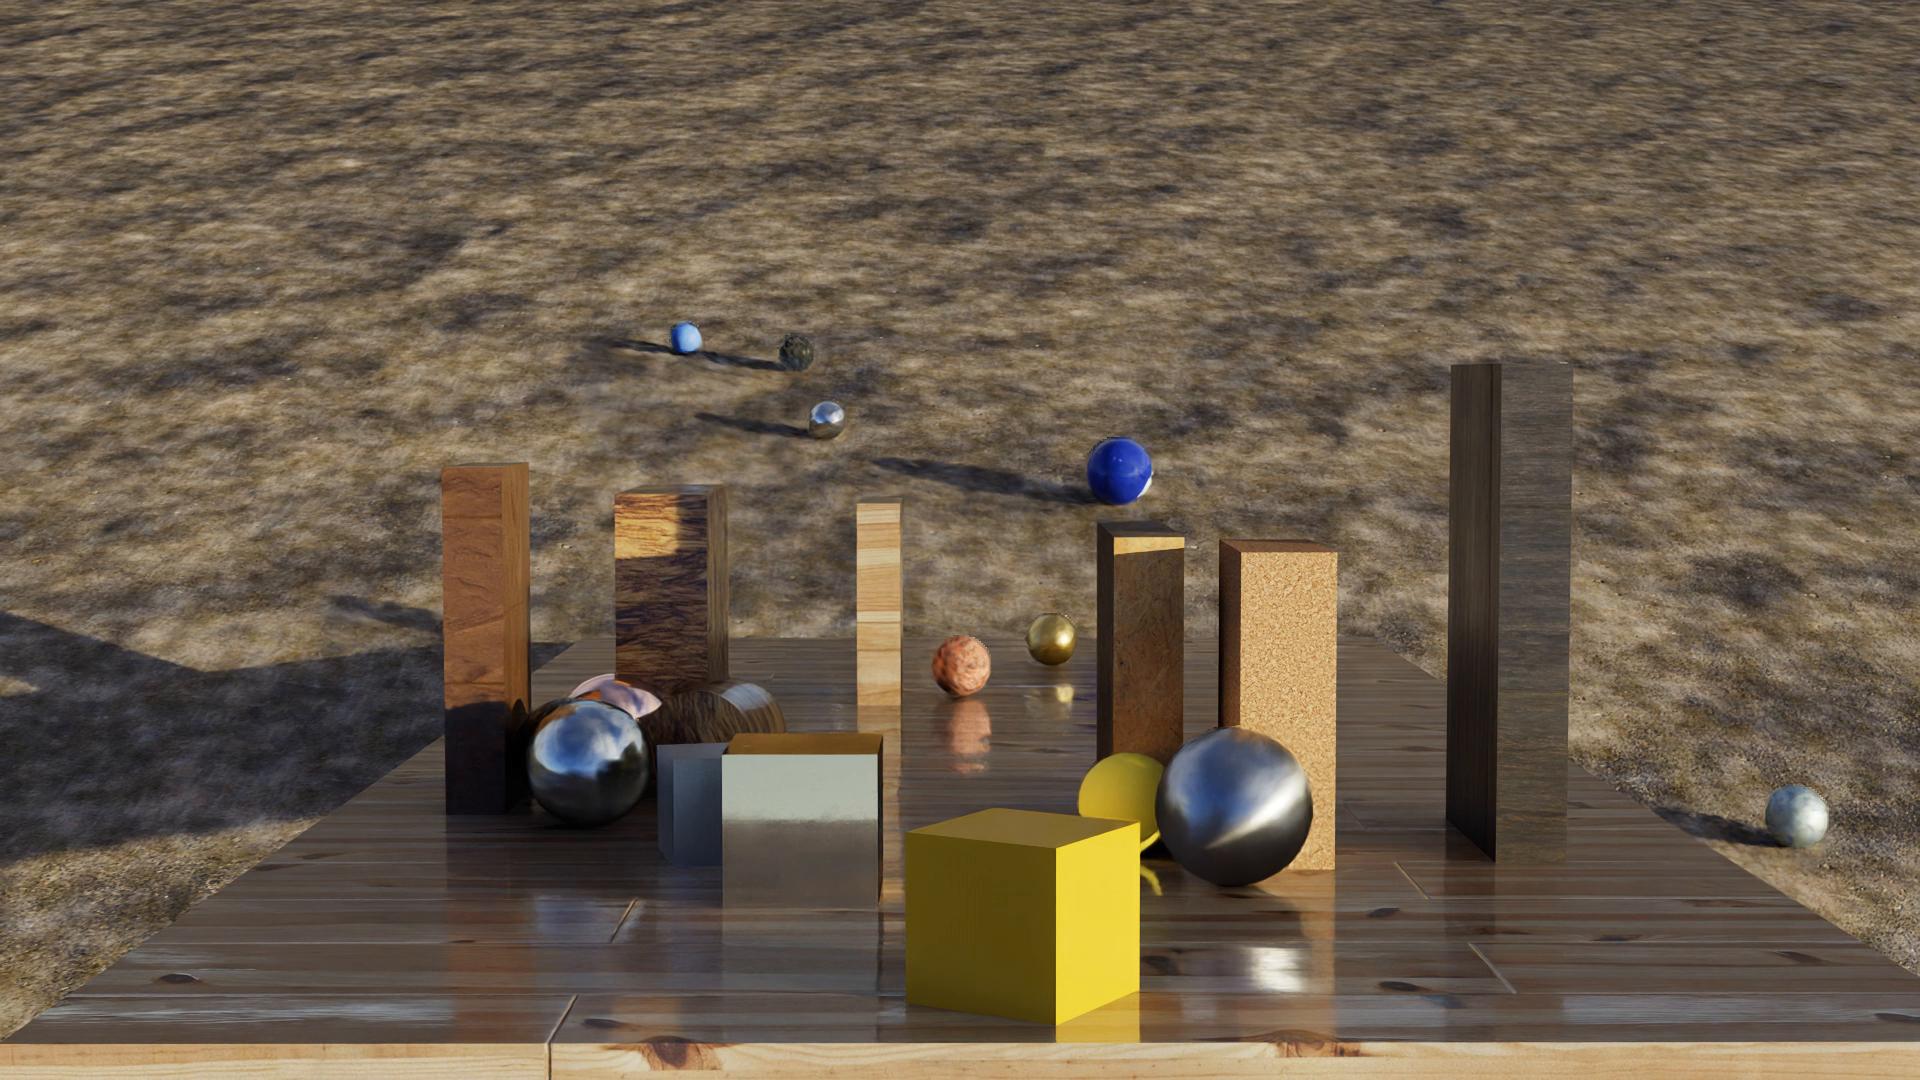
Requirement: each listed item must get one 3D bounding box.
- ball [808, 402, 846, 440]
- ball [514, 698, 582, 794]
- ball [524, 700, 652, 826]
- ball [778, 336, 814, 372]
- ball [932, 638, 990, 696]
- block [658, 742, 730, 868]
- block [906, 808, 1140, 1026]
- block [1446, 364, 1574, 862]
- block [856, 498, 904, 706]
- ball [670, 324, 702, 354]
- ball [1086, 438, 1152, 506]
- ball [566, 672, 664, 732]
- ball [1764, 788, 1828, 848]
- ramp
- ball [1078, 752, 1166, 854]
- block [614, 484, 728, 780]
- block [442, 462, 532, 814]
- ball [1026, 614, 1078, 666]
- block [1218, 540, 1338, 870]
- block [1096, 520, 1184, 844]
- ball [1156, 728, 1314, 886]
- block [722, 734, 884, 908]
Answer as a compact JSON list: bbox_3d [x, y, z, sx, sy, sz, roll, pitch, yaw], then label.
[{"bbox_3d":[-0.434,-0.391,8.383,0.124,0.124,0.124,0,20,0],"label":"ball"},{"bbox_3d":[-0.599,0.326,3.933,0.168,0.168,0.168,0,20,0],"label":"ball"},{"bbox_3d":[-0.544,0.327,3.765,0.186,0.186,0.186,0,20,0],"label":"ball"},{"bbox_3d":[-0.581,-0.663,9.130,0.126,0.126,0.126,0,20,0],"label":"ball"},{"bbox_3d":[0.003,0.263,5.318,0.121,0.121,0.121,0,20,0],"label":"ball"},{"bbox_3d":[-0.333,0.362,3.533,0.146,0.146,0.146,-1,4,-15],"label":"block"},{"bbox_3d":[0.068,0.394,2.722,0.181,0.181,0.181,2,4,32],"label":"block"},{"bbox_3d":[0.773,0.089,3.633,0.096,0.675,0.353,0,4,0],"label":"block"},{"bbox_3d":[-0.164,0.121,5.297,0.087,0.406,0.282,0,4,0],"label":"block"},{"bbox_3d":[-0.997,-0.731,9.340,0.111,0.111,0.111,0,20,0],"label":"ball"},{"bbox_3d":[0.482,-0.206,7.761,0.201,0.201,0.201,0,20,0],"label":"ball"},{"bbox_3d":[-0.554,0.305,4.104,0.187,0.187,0.187,0,20,0],"label":"ball"},{"bbox_3d":[1.831,0.608,5.622,0.133,0.133,0.133,0,20,0],"label":"ball"},{"bbox_3d":[0.047,0.422,4.534,2.000,0.100,4.000,0,4,0],"label":"ramp"},{"bbox_3d":[0.234,0.363,3.540,0.141,0.141,0.141,0,20,0],"label":"ball"},{"bbox_3d":[-0.487,0.147,4.384,0.150,0.468,0.390,0,4,0],"label":"block"},{"bbox_3d":[-0.730,0.145,3.975,0.090,0.523,0.245,0,4,0],"label":"block"},{"bbox_3d":[0.210,0.229,5.877,0.117,0.117,0.117,0,20,0],"label":"ball"},{"bbox_3d":[0.437,0.220,3.563,0.127,0.425,0.287,0,4,0],"label":"block"},{"bbox_3d":[0.264,0.200,3.814,0.098,0.434,0.425,0,4,0],"label":"block"},{"bbox_3d":[0.355,0.346,3.327,0.204,0.204,0.204,0,20,0],"label":"ball"},{"bbox_3d":[-0.197,0.355,3.270,0.192,0.192,0.192,0,4,0],"label":"block"}]
